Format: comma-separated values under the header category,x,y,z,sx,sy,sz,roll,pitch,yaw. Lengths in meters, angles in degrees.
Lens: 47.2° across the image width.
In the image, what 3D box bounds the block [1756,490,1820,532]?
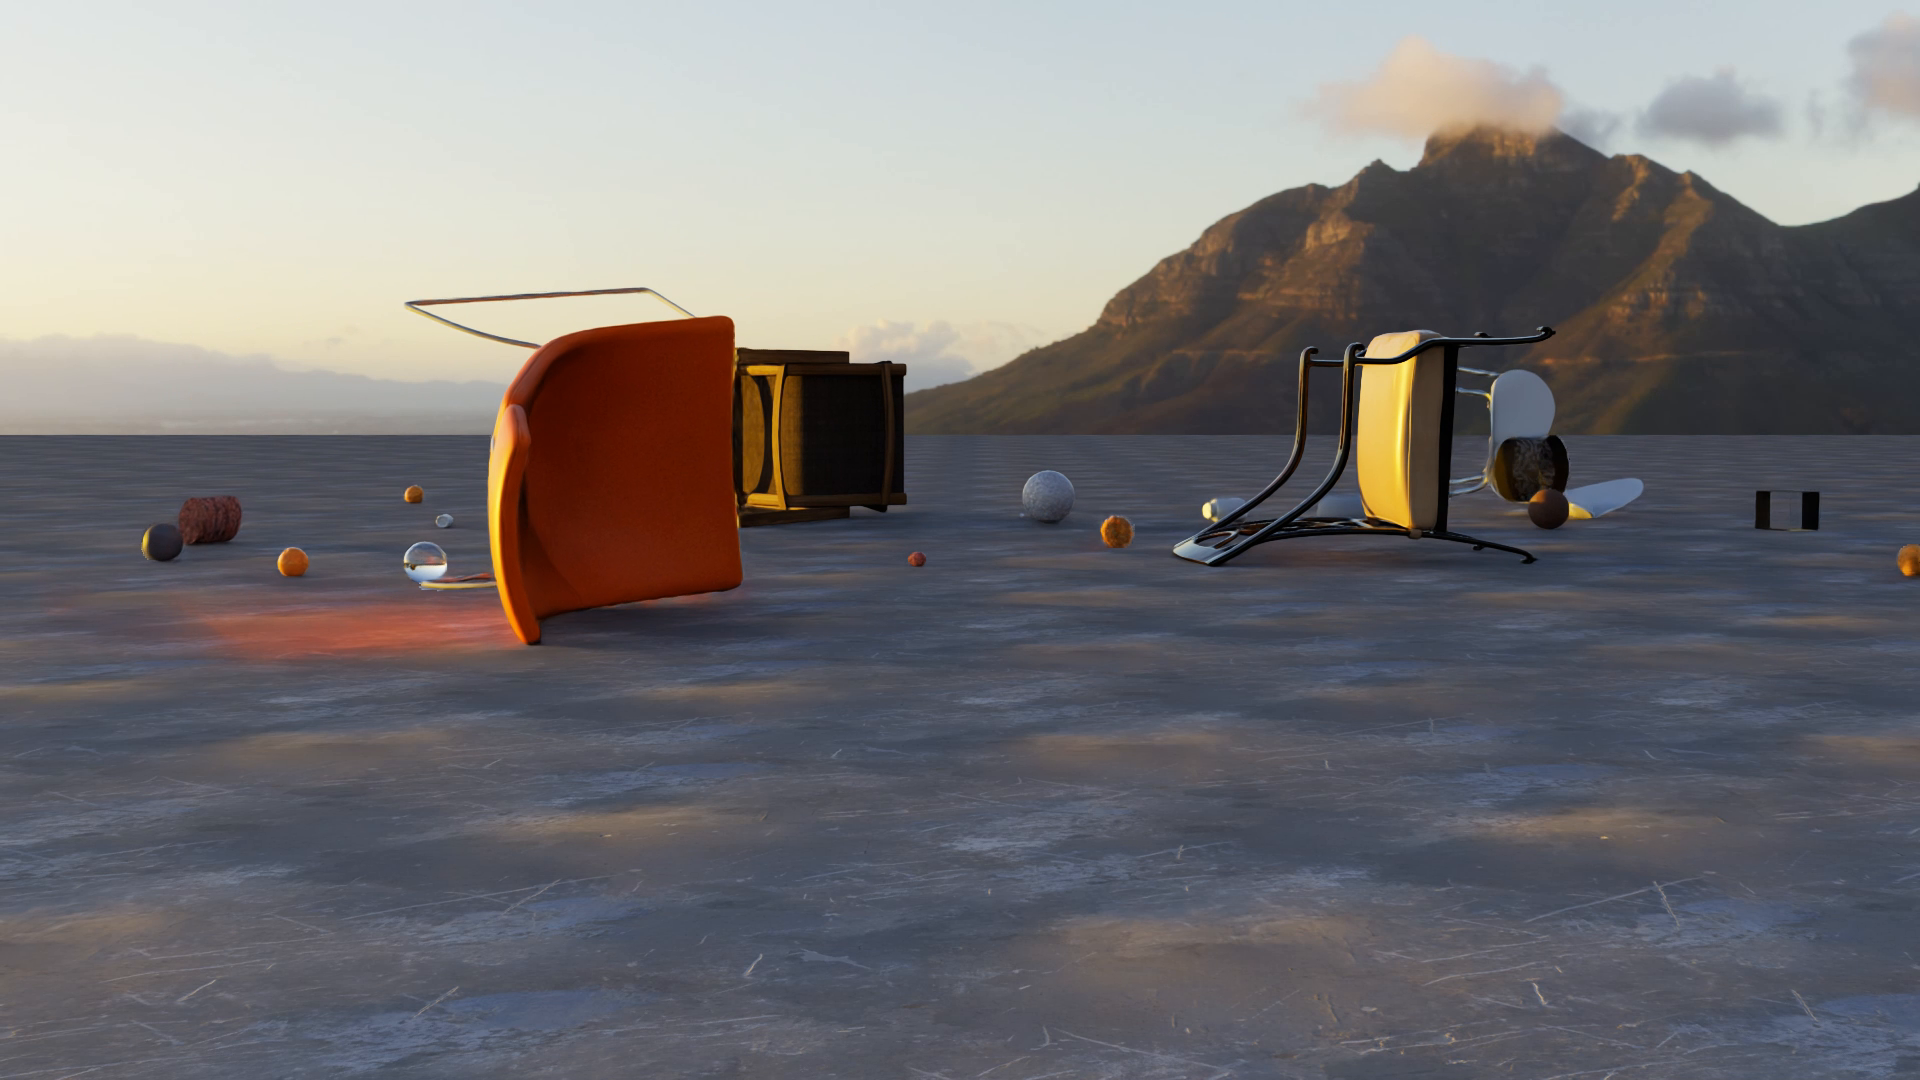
category,x,y,z,sx,sy,sz,roll,pitch,yaw
block,2.644,-0.094,7.029,0.128,0.122,0.141,-2,4,-27

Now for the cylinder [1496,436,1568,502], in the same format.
category,x,y,z,sx,sy,sz,roll,pitch,yaw
cylinder,1.987,-0.247,7.639,0.160,0.220,0.235,-1,23,41

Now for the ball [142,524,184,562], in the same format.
category,x,y,z,sx,sy,sz,roll,pitch,yaw
ball,-2.077,0.006,5.730,0.100,0.100,0.100,0,4,0

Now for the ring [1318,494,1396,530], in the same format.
category,x,y,z,sx,sy,sz,roll,pitch,yaw
ring,1.283,-0.090,7.109,0.226,0.105,0.399,4,5,31

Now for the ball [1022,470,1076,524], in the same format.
category,x,y,z,sx,sy,sz,roll,pitch,yaw
ball,0.297,-0.145,7.361,0.177,0.177,0.177,0,4,0

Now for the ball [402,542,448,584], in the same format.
category,x,y,z,sx,sy,sz,roll,pitch,yaw
ball,-1.226,0.053,5.044,0.099,0.099,0.099,0,4,0
